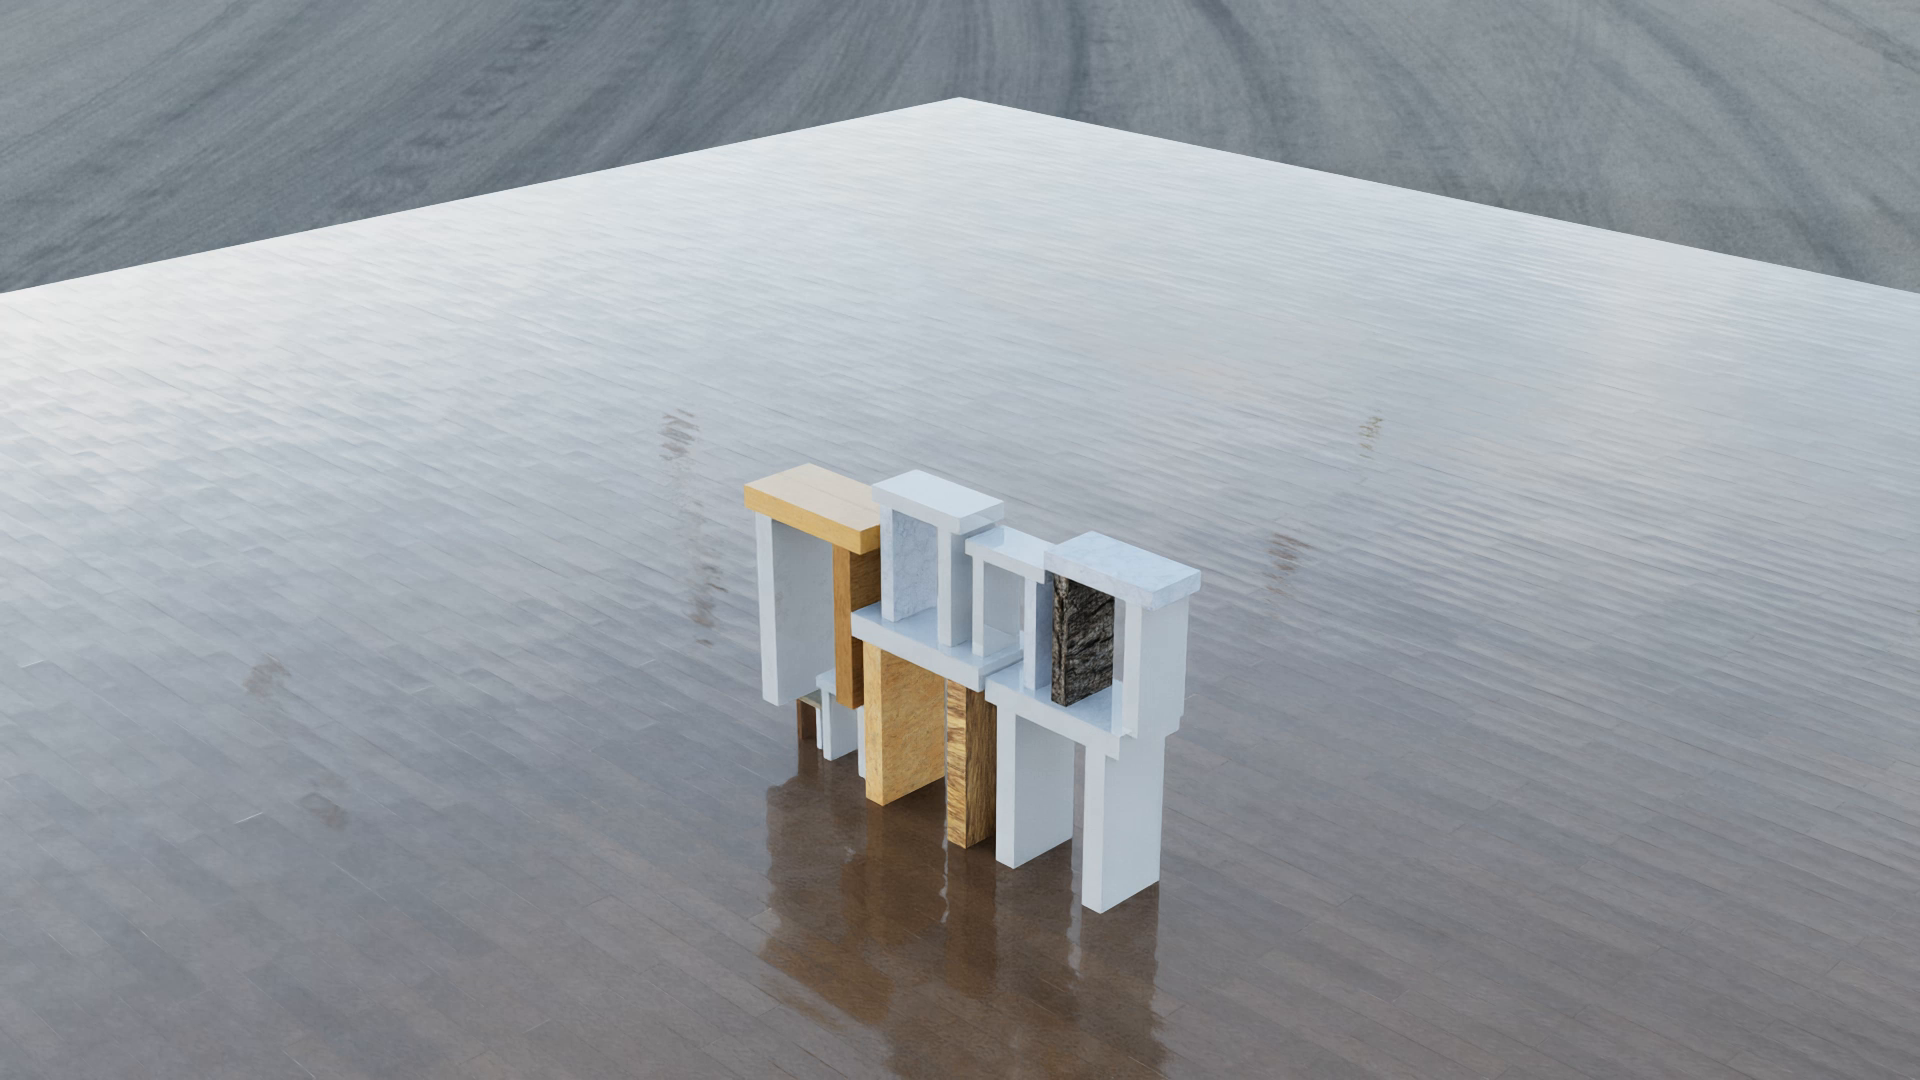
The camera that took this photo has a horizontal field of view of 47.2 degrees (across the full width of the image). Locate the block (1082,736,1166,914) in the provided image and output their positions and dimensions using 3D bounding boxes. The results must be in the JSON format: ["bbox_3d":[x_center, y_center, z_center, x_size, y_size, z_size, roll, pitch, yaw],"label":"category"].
[{"bbox_3d":[0.306,0.514,4.117,0.048,0.337,0.169,21,31,41],"label":"block"}]

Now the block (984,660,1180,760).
[{"bbox_3d":[0.226,0.306,4.115,0.338,0.048,0.169,21,31,41],"label":"block"}]

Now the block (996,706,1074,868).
[{"bbox_3d":[0.147,0.452,4.264,0.048,0.338,0.169,21,31,41],"label":"block"}]

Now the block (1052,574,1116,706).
[{"bbox_3d":[0.228,0.166,4.052,0.037,0.259,0.130,21,31,41],"label":"block"}]

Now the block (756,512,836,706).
[{"bbox_3d":[-0.340,0.123,4.641,0.176,0.432,0.050,-21,31,-40],"label":"block"}]

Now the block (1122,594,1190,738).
[{"bbox_3d":[0.350,0.214,3.939,0.037,0.259,0.130,21,31,41],"label":"block"}]

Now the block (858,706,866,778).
[{"bbox_3d":[-0.174,0.408,4.588,0.023,0.165,0.082,21,31,41],"label":"block"}]

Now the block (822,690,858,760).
[{"bbox_3d":[-0.253,0.378,4.660,0.023,0.165,0.082,20,30,41],"label":"block"}]

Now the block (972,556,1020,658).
[{"bbox_3d":[0.070,0.114,4.191,0.029,0.202,0.101,21,31,41],"label":"block"}]

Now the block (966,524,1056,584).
[{"bbox_3d":[0.118,0.026,4.102,0.202,0.029,0.101,21,31,41],"label":"block"}]

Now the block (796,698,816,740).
[{"bbox_3d":[-0.329,0.378,4.747,0.048,0.095,0.014,-21,31,-41],"label":"block"}]

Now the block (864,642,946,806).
[{"bbox_3d":[-0.112,0.346,4.488,0.050,0.356,0.178,21,31,41],"label":"block"}]

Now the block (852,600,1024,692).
[{"bbox_3d":[-0.028,0.192,4.331,0.356,0.050,0.178,21,31,41],"label":"block"}]

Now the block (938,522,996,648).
[{"bbox_3d":[0.013,0.074,4.235,0.034,0.241,0.121,21,31,41],"label":"block"}]

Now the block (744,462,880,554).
[{"bbox_3d":[-0.257,-0.067,4.470,0.176,0.050,0.353,-21,31,-40],"label":"block"}]

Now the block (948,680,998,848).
[{"bbox_3d":[0.056,0.412,4.333,0.050,0.356,0.178,21,31,41],"label":"block"}]

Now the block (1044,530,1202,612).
[{"bbox_3d":[0.289,0.053,3.938,0.130,0.037,0.259,-21,31,-40],"label":"block"}]

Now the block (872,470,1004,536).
[{"bbox_3d":[-0.043,-0.074,4.233,0.241,0.034,0.121,21,31,41],"label":"block"}]

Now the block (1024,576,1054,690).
[{"bbox_3d":[0.165,0.161,4.108,0.029,0.224,0.101,21,31,41],"label":"block"}]

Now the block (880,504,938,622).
[{"bbox_3d":[-0.100,0.030,4.339,0.034,0.241,0.121,21,31,41],"label":"block"}]

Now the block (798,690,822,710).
[{"bbox_3d":[-0.307,0.337,4.705,0.048,0.014,0.095,-21,31,-40],"label":"block"}]

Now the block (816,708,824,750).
[{"bbox_3d":[-0.284,0.396,4.706,0.048,0.095,0.014,-21,31,-41],"label":"block"}]

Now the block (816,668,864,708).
[{"bbox_3d":[-0.214,0.307,4.586,0.165,0.023,0.082,21,31,40],"label":"block"}]

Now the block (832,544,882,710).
[{"bbox_3d":[-0.173,0.151,4.471,0.176,0.353,0.050,-21,31,-41],"label":"block"}]
